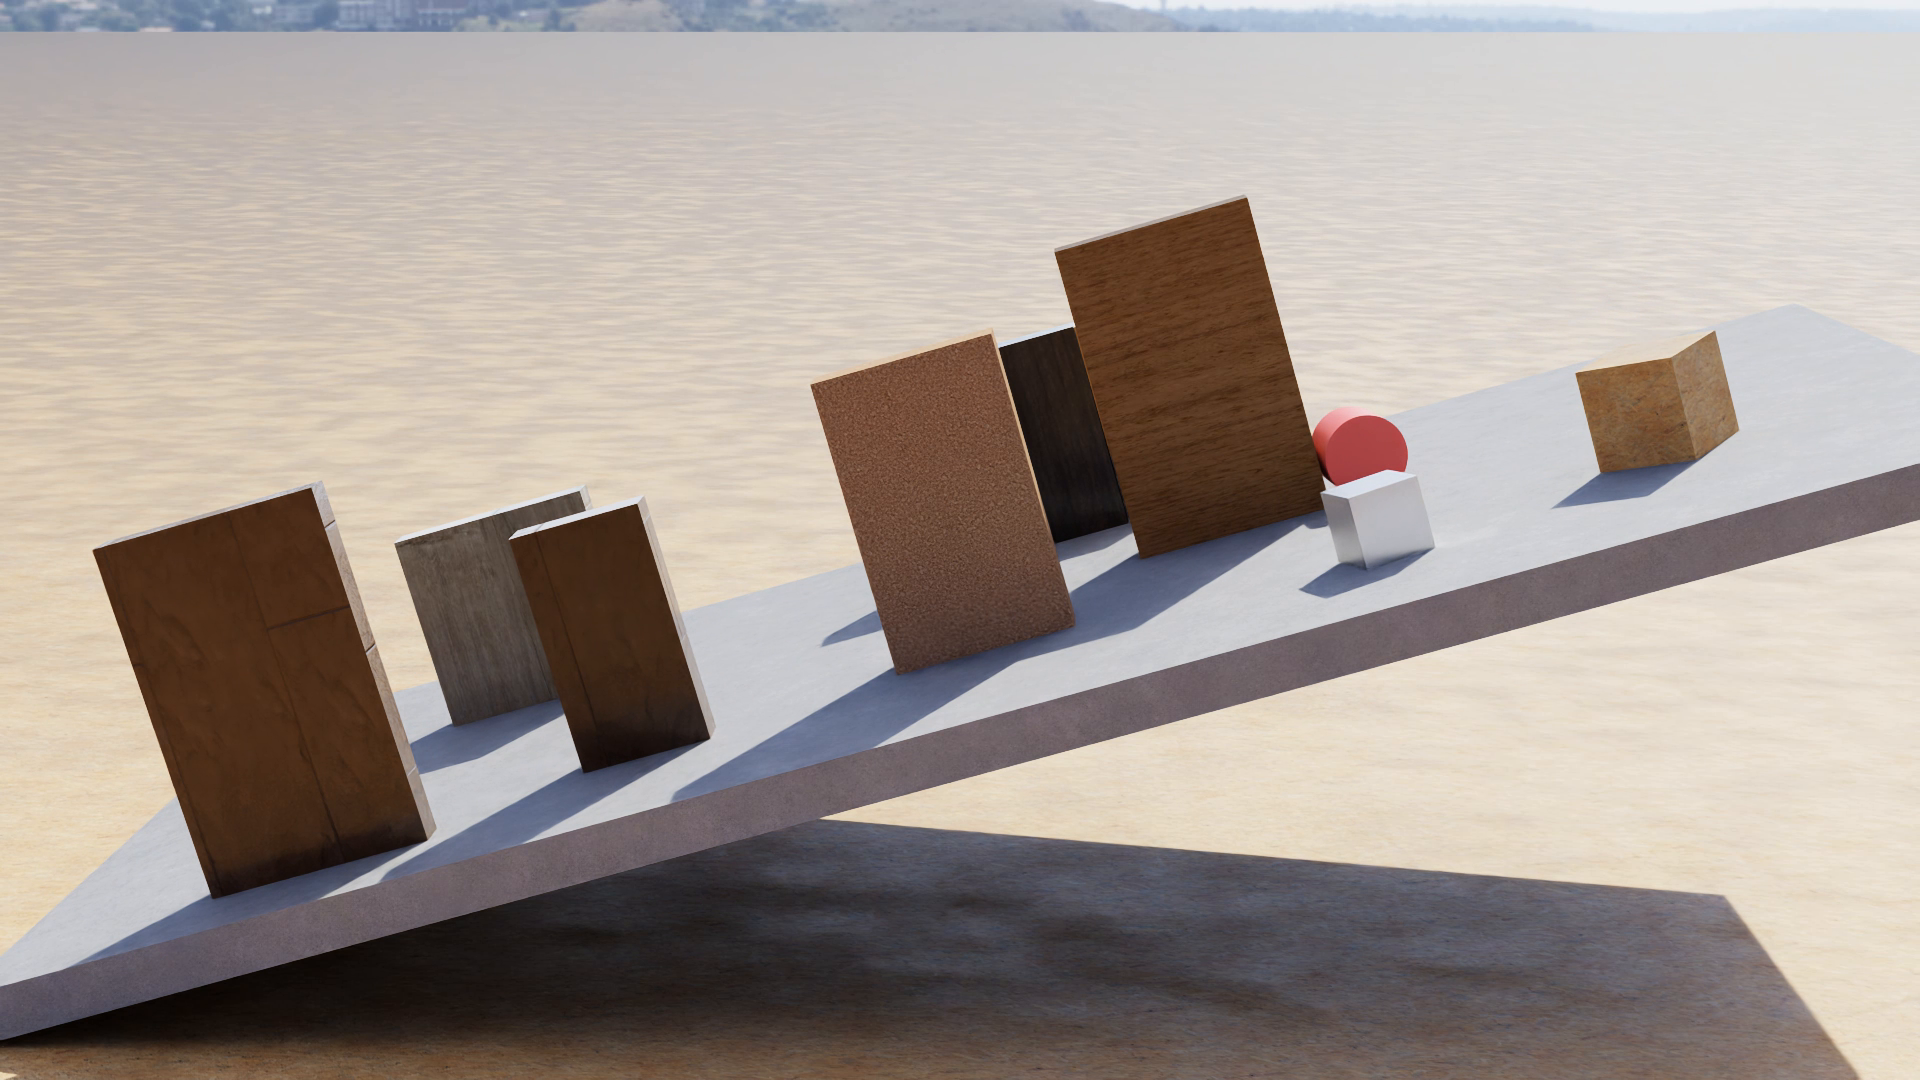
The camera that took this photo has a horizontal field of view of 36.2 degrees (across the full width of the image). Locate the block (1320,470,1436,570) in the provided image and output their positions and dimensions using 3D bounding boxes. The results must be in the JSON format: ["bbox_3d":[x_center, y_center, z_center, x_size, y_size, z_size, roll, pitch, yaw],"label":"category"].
[{"bbox_3d":[0.807,-0.039,5.683,0.146,0.146,0.146,-18,10,-12],"label":"block"}]

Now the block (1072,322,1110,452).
[{"bbox_3d":[0.428,-0.324,7.010,0.278,0.451,0.102,-16,10,5],"label":"block"}]

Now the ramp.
[{"bbox_3d":[0.087,0.188,6.323,4.000,0.100,2.000,-16,10,5],"label":"ramp"}]

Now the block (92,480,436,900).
[{"bbox_3d":[-1.332,0.291,5.655,0.441,0.715,0.085,-16,10,5],"label":"block"}]

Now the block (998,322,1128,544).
[{"bbox_3d":[0.137,-0.219,6.829,0.393,0.475,0.093,-16,10,5],"label":"block"}]

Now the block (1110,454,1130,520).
[{"bbox_3d":[0.457,-0.157,6.888,0.159,0.159,0.159,-14,10,11],"label":"block"}]

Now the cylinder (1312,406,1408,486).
[{"bbox_3d":[0.862,-0.192,6.360,0.178,0.178,0.178,-1,9,-4],"label":"cylinder"}]

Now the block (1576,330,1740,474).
[{"bbox_3d":[1.391,-0.276,5.864,0.210,0.210,0.210,-8,13,41],"label":"block"}]

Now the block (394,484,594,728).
[{"bbox_3d":[-1.005,0.150,6.714,0.442,0.445,0.090,-16,10,5],"label":"block"}]

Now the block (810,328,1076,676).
[{"bbox_3d":[-0.031,-0.077,5.891,0.372,0.611,0.109,-16,10,5],"label":"block"}]

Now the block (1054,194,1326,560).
[{"bbox_3d":[0.499,-0.349,6.318,0.423,0.689,0.096,-16,10,5],"label":"block"}]

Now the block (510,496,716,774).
[{"bbox_3d":[-0.687,0.187,5.839,0.264,0.492,0.098,-16,10,5],"label":"block"}]
